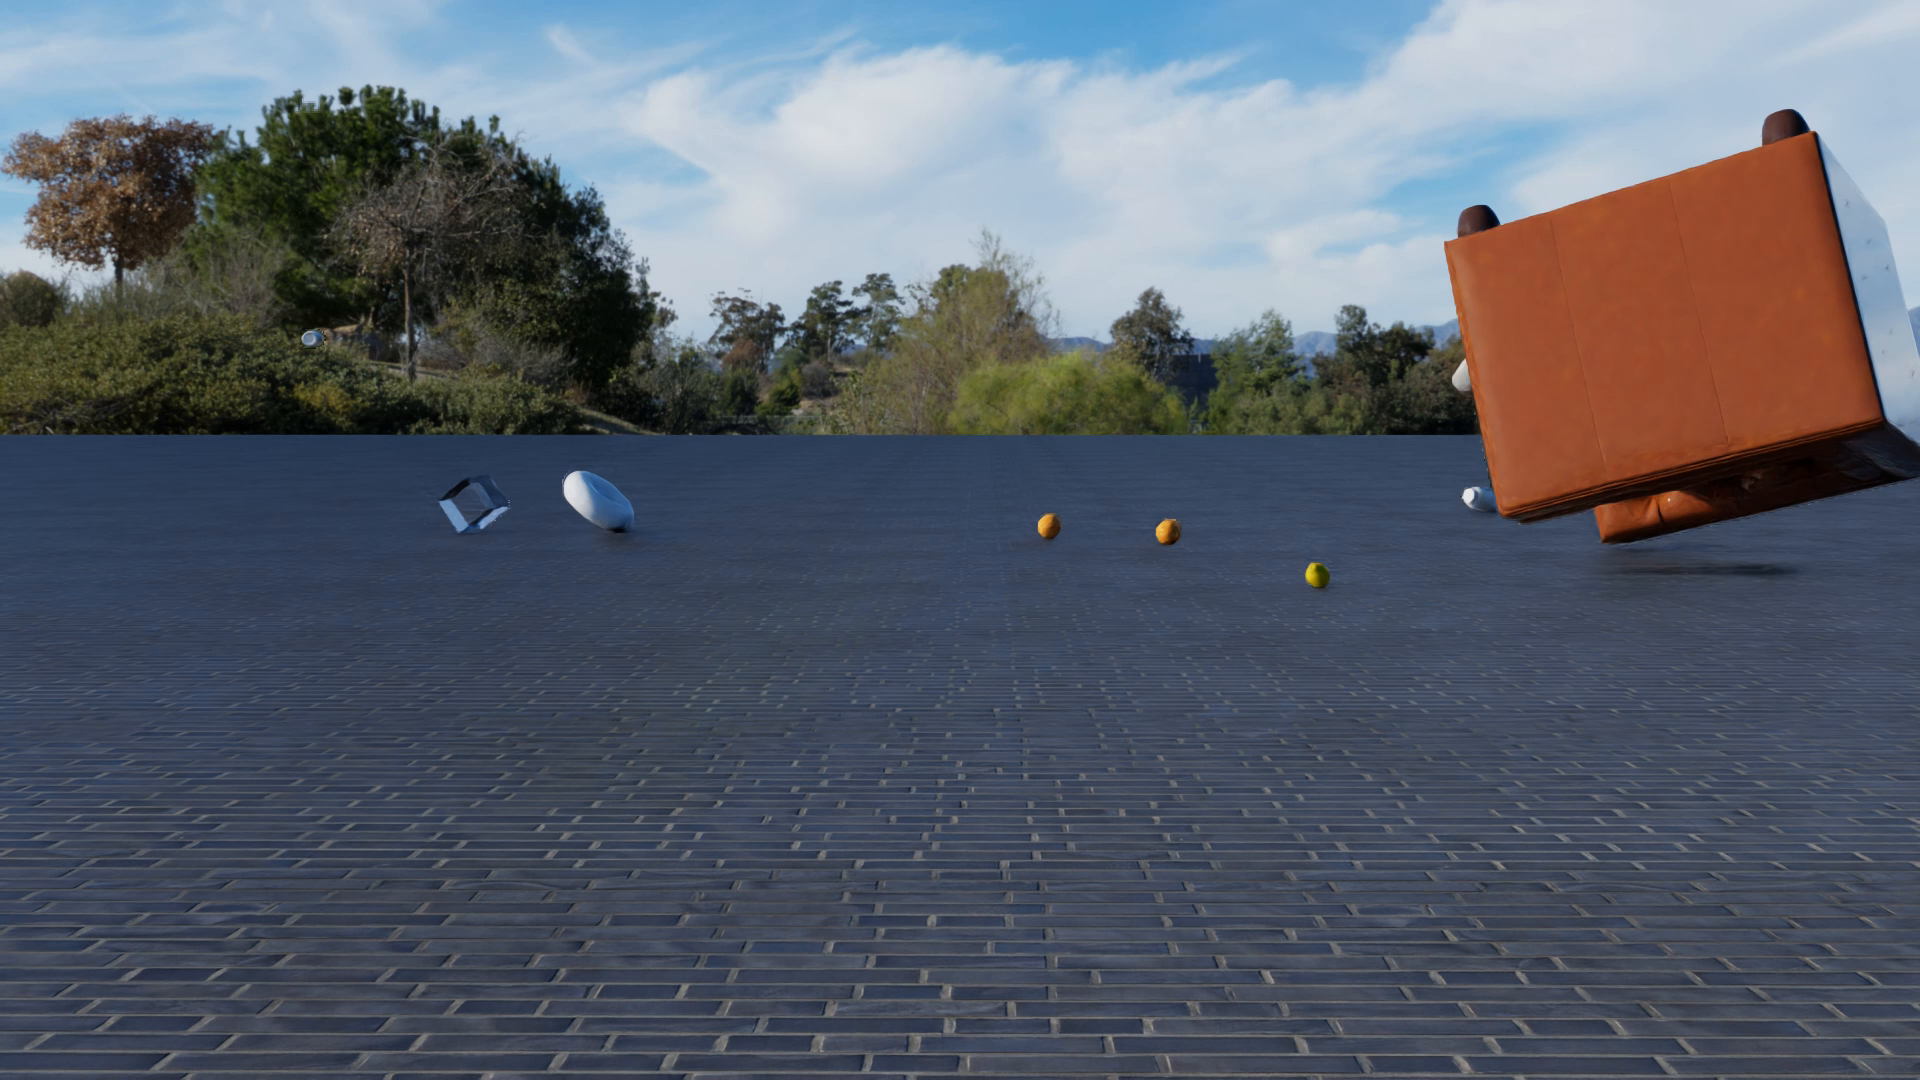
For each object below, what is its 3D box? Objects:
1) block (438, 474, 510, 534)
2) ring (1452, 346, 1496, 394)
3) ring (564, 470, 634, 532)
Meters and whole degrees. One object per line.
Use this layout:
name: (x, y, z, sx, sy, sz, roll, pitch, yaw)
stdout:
block: (-1.518, -0.114, 6.872, 0.128, 0.122, 0.141, -37, -6, 18)
ring: (1.458, -0.482, 6.232, 0.078, 0.150, 0.094, 36, -2, 11)
ring: (-1.137, -0.122, 6.923, 0.253, 0.090, 0.231, 41, 13, 16)
